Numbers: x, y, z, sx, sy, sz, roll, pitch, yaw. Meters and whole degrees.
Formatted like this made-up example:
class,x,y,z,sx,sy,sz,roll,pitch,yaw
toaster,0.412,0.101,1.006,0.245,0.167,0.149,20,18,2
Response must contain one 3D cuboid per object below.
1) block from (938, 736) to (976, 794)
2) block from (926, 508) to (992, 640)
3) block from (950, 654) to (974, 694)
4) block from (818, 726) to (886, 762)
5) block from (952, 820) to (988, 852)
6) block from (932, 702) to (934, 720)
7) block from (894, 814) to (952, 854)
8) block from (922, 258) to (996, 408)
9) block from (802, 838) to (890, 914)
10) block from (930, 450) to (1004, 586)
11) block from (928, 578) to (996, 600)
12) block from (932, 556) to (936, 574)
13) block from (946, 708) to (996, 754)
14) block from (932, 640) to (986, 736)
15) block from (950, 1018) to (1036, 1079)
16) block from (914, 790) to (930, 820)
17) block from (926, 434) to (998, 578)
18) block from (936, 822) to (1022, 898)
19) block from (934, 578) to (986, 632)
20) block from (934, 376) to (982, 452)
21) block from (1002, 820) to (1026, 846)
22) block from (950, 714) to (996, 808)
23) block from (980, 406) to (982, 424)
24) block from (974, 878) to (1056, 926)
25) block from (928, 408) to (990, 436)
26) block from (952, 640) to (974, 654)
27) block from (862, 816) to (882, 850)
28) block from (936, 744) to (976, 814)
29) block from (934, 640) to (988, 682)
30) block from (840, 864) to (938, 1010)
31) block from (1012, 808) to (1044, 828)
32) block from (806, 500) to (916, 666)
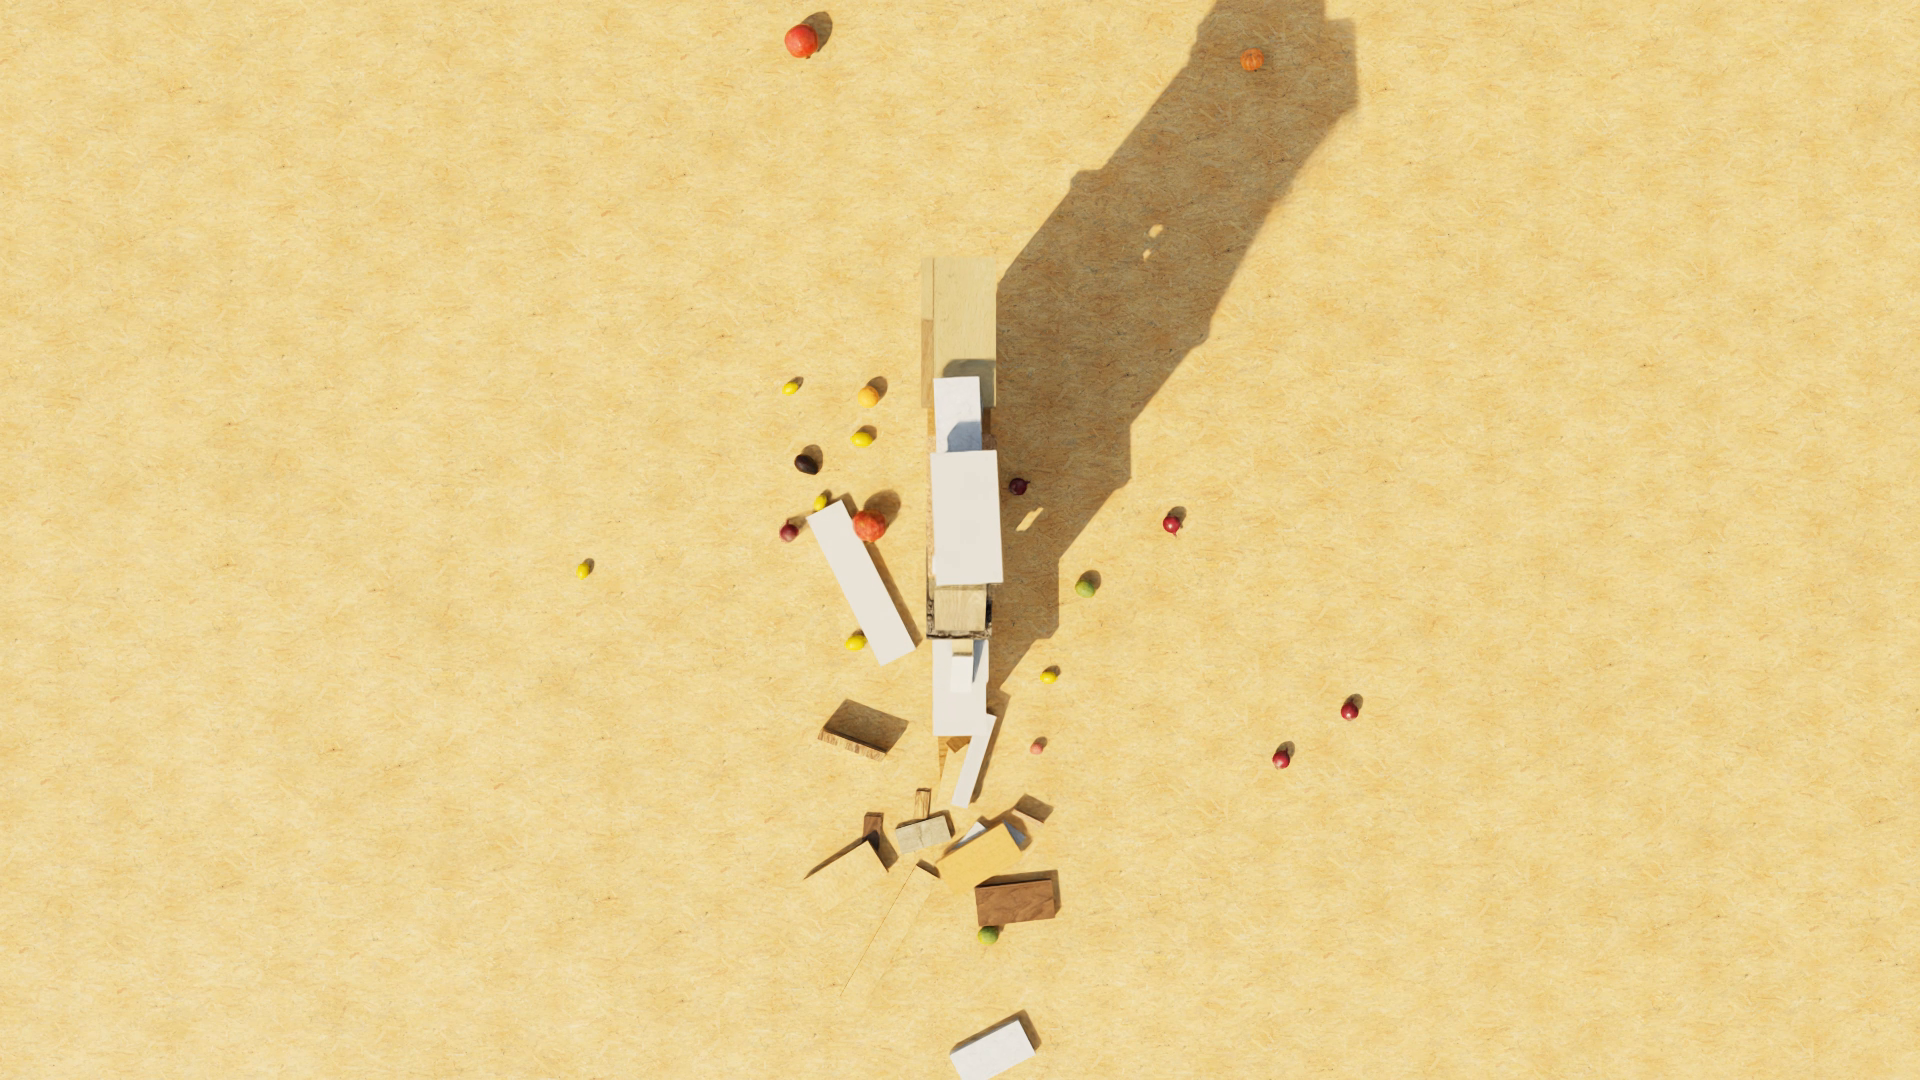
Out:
class,x,y,z,sx,sy,sz,roll,pitch,yaw
block,-0.013,0.732,5.484,0.113,0.032,0.226,-3,90,0
block,-0.003,0.090,4.395,0.174,0.049,0.347,0,90,0
block,0.005,0.384,4.742,0.060,0.017,0.120,3,117,-1
block,-0.355,0.674,5.444,0.226,0.113,0.032,20,90,0
block,0.036,1.028,5.488,0.086,0.024,0.172,39,90,0
block,-0.004,0.540,5.335,0.164,0.328,0.046,-4,87,0
block,-0.123,0.979,5.488,0.172,0.024,0.086,-16,90,0
block,-0.004,-0.478,3.817,0.172,0.049,0.344,0,90,0
block,-0.379,1.115,5.472,0.256,0.036,0.128,-32,91,4
block,0.015,-0.048,3.667,0.147,0.042,0.293,-3,87,0
block,0.008,0.086,4.198,0.172,0.345,0.049,1,73,0
block,0.012,0.055,3.830,0.147,0.293,0.042,-2,89,0
block,0.036,0.629,5.452,0.192,0.013,0.046,-39,73,-22
block,-0.002,0.445,5.148,0.164,0.046,0.328,0,90,0
block,0.108,1.706,5.482,0.257,0.036,0.128,-27,90,0
block,-0.128,0.882,5.493,0.046,0.013,0.092,6,90,0
block,0.006,-0.081,4.008,0.172,0.049,0.345,-1,87,0
block,0.063,1.057,5.457,0.261,0.037,0.131,-31,90,0
block,0.001,0.166,4.245,0.131,0.261,0.037,1,64,0
block,-0.004,-0.267,3.757,0.103,0.029,0.206,-3,95,0
block,0.170,0.978,5.493,0.092,0.013,0.046,38,90,0
block,0.044,0.724,5.425,0.056,0.016,0.318,18,90,-5
block,0.001,-0.278,3.978,0.103,0.415,0.029,0,86,0
block,0.182,1.204,5.482,0.257,0.036,0.128,-6,90,0
block,-0.002,-0.415,4.209,0.161,0.046,0.322,0,90,0
block,0.007,0.325,4.732,0.060,0.017,0.120,0,117,0
block,-0.295,0.976,5.492,0.056,0.016,0.113,4,90,0
block,-0.002,0.782,5.452,0.113,0.032,0.226,13,90,0
block,0.003,0.253,4.789,0.157,0.044,0.314,0,90,0
block,-0.236,1.321,5.488,0.086,0.024,0.506,30,90,0
block,0.226,0.921,5.472,0.113,0.056,0.016,26,90,0
block,-0.328,0.144,5.482,0.131,0.037,0.553,-27,90,0
